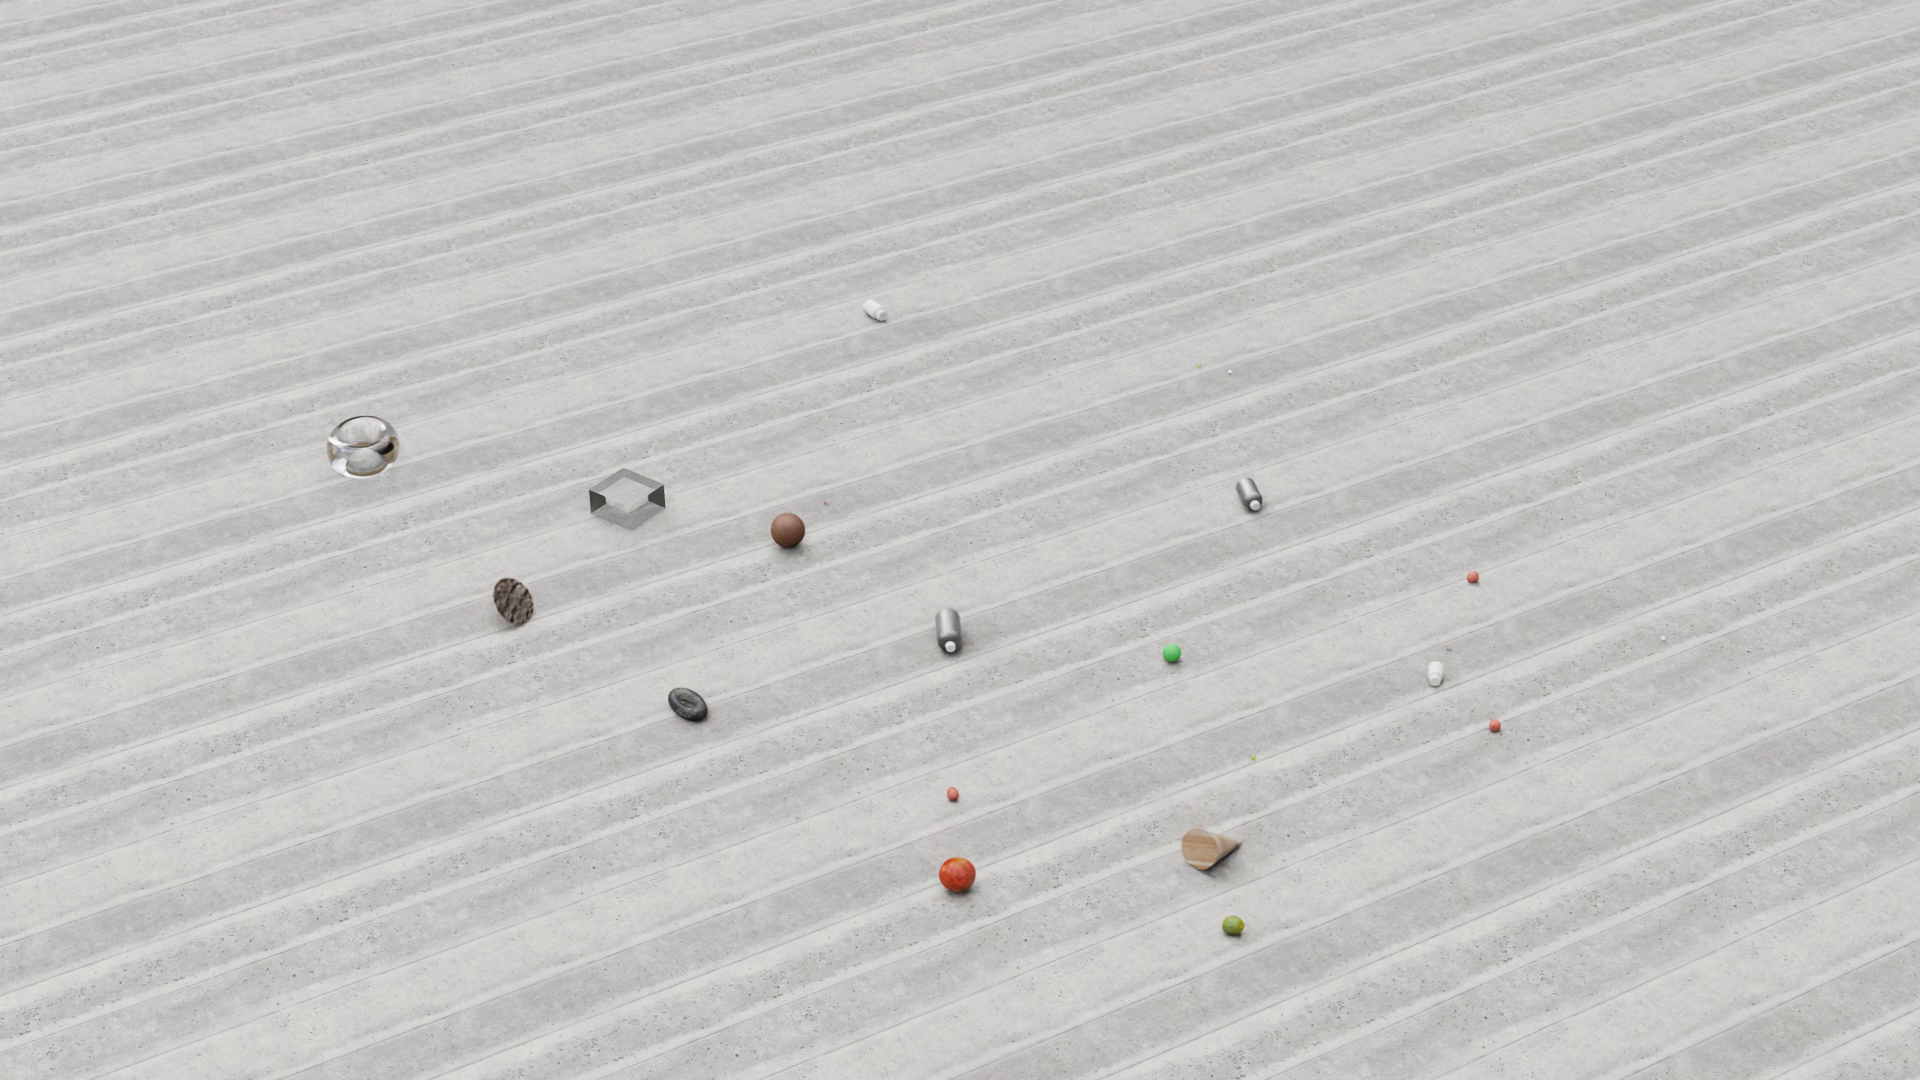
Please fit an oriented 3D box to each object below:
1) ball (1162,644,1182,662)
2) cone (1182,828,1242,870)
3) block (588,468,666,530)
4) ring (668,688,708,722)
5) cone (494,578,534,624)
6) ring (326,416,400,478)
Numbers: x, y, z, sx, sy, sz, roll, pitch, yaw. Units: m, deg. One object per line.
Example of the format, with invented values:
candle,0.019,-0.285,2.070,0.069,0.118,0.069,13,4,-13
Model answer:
ball,0.743,0.396,10.285,0.065,0.065,0.065,0,33,0
cone,0.838,0.979,9.400,0.201,0.130,0.161,-3,2,-41
block,-1.257,-0.155,11.083,0.204,0.107,0.195,22,39,29
ring,-0.933,0.563,10.046,0.110,0.050,0.184,-24,41,-30
cone,-1.631,0.239,10.522,0.097,0.178,0.185,-31,21,37
ring,-2.317,-0.362,11.380,0.282,0.128,0.355,-1,32,-5
